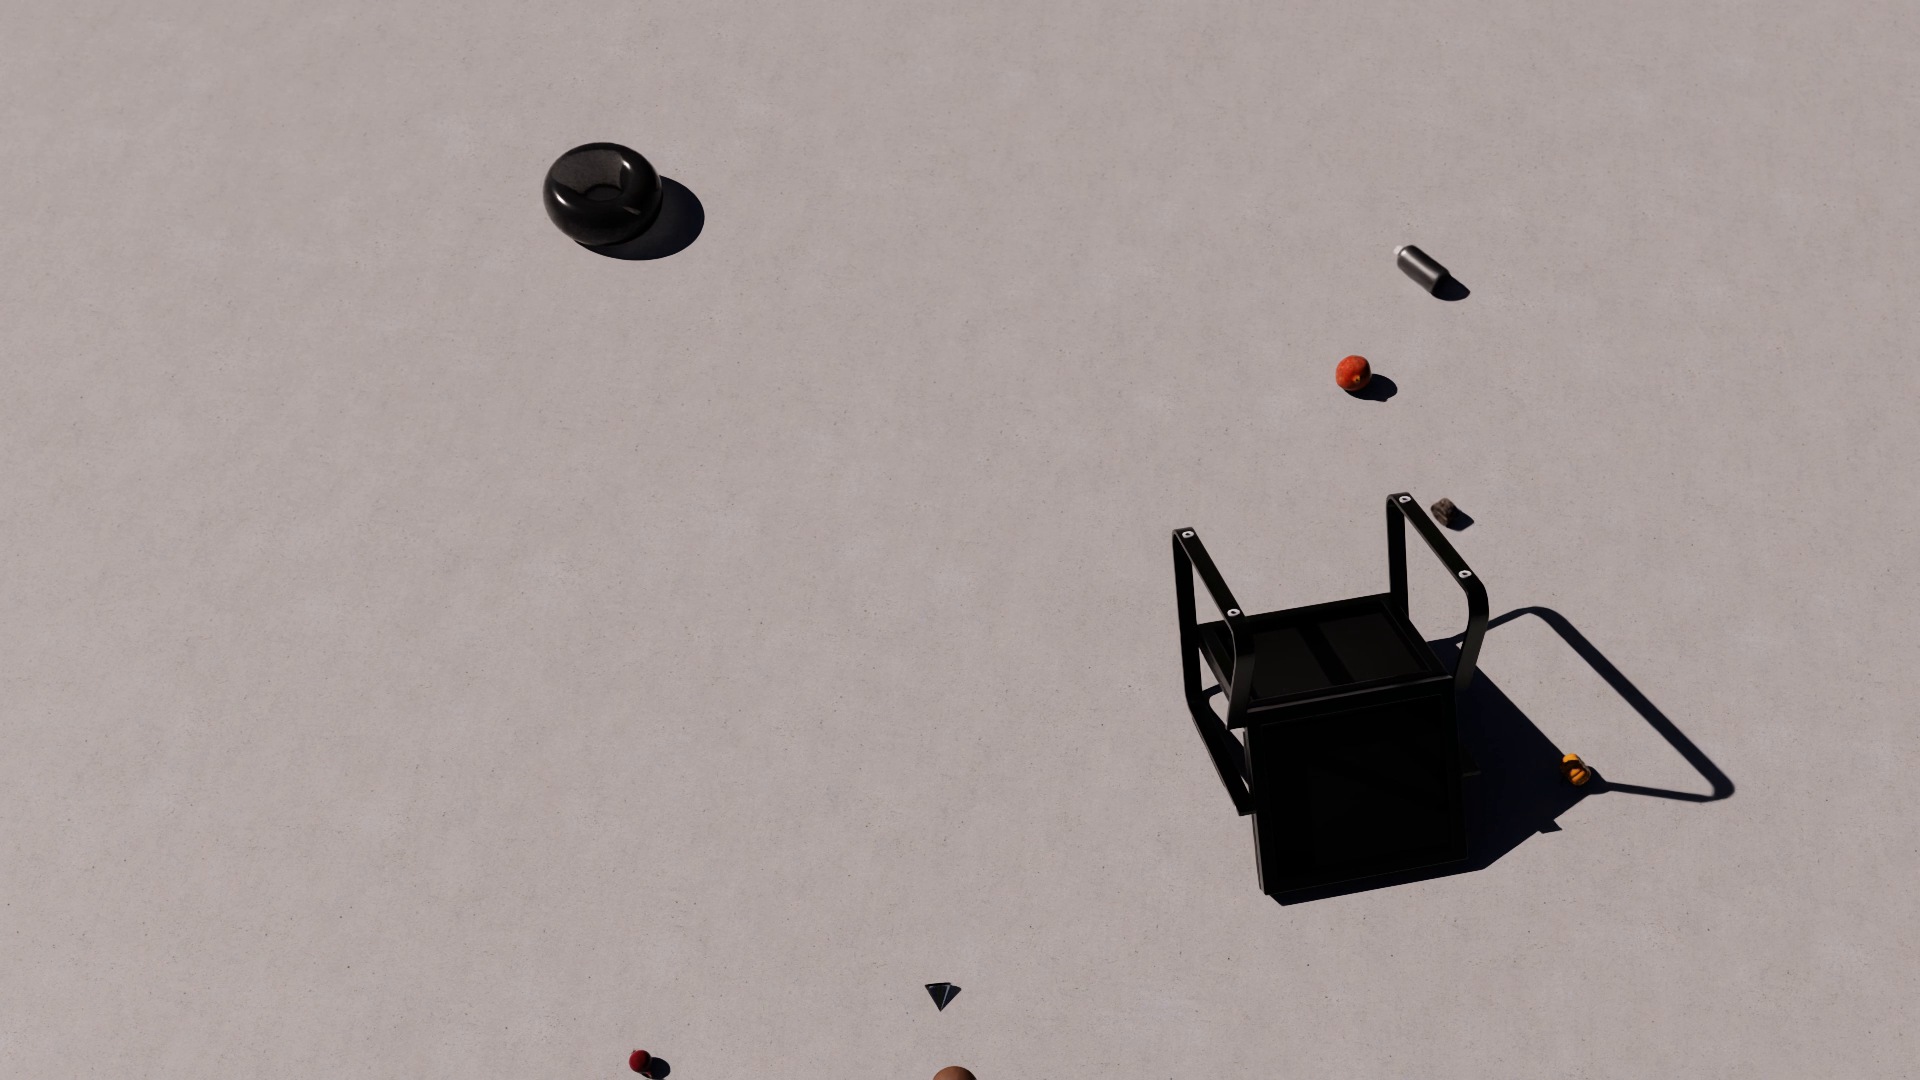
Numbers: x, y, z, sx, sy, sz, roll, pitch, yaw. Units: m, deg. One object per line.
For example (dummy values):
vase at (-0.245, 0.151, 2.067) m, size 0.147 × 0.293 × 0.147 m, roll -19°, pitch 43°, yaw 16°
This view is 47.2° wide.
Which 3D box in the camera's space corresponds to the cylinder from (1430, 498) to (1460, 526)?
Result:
cylinder at (1.454, -0.085, 6.595) m, size 0.045 × 0.060 × 0.075 m, roll -30°, pitch 58°, yaw -18°

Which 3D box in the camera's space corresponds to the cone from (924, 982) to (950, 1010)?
cone at (-0.055, 1.199, 5.757) m, size 0.073 × 0.042 × 0.074 m, roll -4°, pitch 75°, yaw -10°

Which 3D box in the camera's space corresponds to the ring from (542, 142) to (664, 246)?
ring at (-1.176, -1.140, 7.241) m, size 0.402 × 0.165 × 0.387 m, roll 37°, pitch 62°, yaw 21°
